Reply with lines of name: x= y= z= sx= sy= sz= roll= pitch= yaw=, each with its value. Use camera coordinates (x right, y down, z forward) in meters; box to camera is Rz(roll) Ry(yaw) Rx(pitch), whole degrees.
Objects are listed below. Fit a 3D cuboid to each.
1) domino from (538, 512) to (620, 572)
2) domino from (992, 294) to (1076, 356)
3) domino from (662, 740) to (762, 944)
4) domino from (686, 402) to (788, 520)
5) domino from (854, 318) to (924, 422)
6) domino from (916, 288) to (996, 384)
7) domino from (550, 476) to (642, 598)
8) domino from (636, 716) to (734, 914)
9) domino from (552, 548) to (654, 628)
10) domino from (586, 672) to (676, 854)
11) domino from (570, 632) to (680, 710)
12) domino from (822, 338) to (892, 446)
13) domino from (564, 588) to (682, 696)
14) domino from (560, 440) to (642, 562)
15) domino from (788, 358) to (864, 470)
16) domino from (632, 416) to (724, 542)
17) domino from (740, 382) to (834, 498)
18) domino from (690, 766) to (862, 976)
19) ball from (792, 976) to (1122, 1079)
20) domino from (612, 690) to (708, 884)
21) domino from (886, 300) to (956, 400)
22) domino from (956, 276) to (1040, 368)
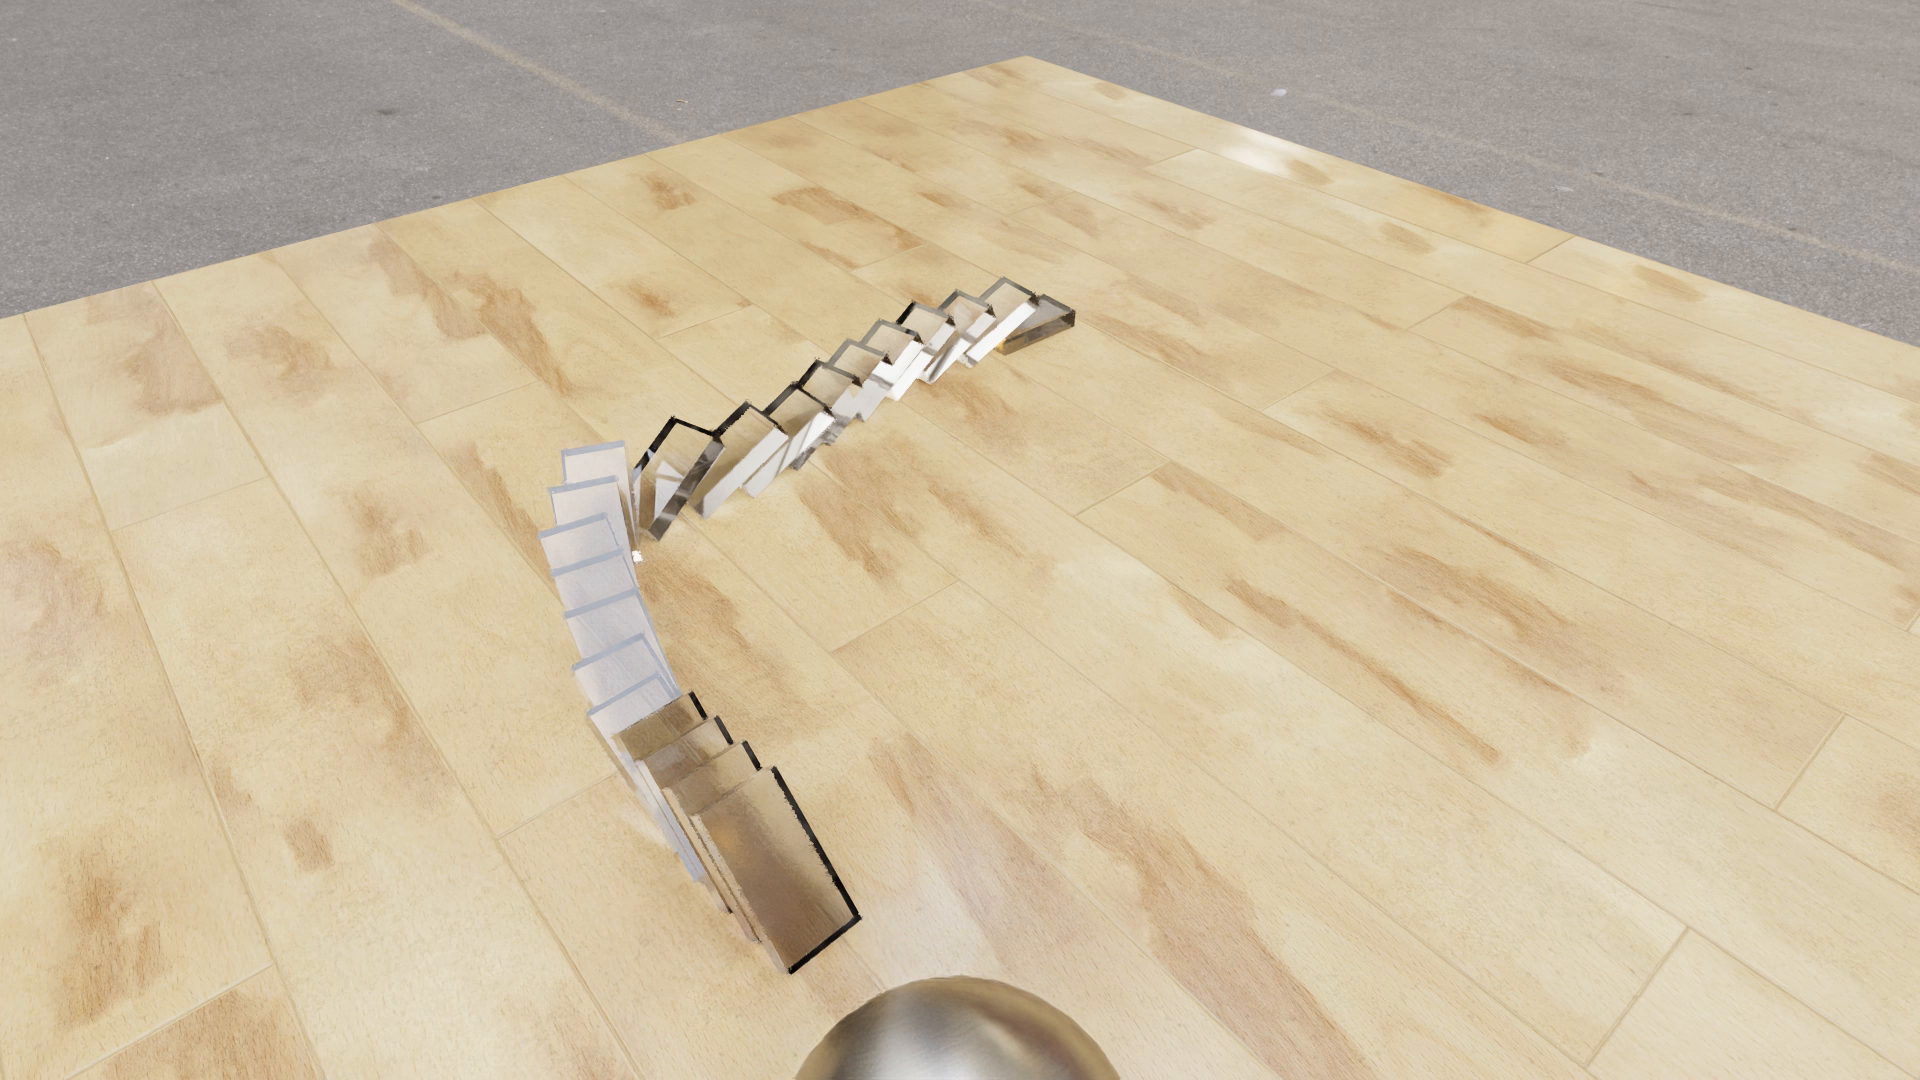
domino: x=-0.135 y=0.016 z=0.406 sx=0.025 sy=0.009 sz=0.050 roll=-20 pitch=70 yaw=-22
domino: x=0.034 y=-0.115 z=0.583 sx=0.050 sy=0.009 sz=0.025 roll=-28 pitch=47 yaw=-30
domino: x=-0.061 y=0.085 z=0.313 sx=0.025 sy=0.050 sz=0.009 roll=-31 pitch=4 yaw=-32
domino: x=-0.100 y=-0.035 z=0.470 sx=0.025 sy=0.009 sz=0.050 roll=35 pitch=75 yaw=34
domino: x=-0.042 y=-0.082 z=0.528 sx=0.025 sy=0.009 sz=0.050 roll=25 pitch=70 yaw=29
domino: x=-0.008 y=-0.103 z=0.554 sx=0.025 sy=0.010 sz=0.050 roll=33 pitch=72 yaw=34
domino: x=-0.141 y=0.001 z=0.424 sx=0.025 sy=0.010 sz=0.050 roll=-13 pitch=69 yaw=-13
domino: x=-0.070 y=0.079 z=0.321 sx=0.025 sy=0.050 sz=0.009 roll=-30 pitch=3 yaw=-32
domino: x=-0.124 y=0.030 z=0.391 sx=0.025 sy=0.010 sz=0.050 roll=-20 pitch=69 yaw=-22
domino: x=-0.092 y=0.069 z=0.342 sx=0.025 sy=0.010 sz=0.050 roll=-31 pitch=76 yaw=-32
domino: x=-0.103 y=0.057 z=0.358 sx=0.025 sy=0.010 sz=0.050 roll=-27 pitch=71 yaw=-29
domino: x=-0.056 y=-0.070 z=0.513 sx=0.025 sy=0.009 sz=0.050 roll=26 pitch=70 yaw=28
domino: x=-0.113 y=0.043 z=0.375 sx=0.025 sy=0.009 sz=0.050 roll=-21 pitch=69 yaw=-24
domino: x=-0.144 y=-0.014 z=0.442 sx=0.025 sy=0.010 sz=0.050 roll=-11 pitch=68 yaw=-7
domino: x=-0.069 y=-0.057 z=0.498 sx=0.025 sy=0.009 sz=0.050 roll=26 pitch=70 yaw=28
domino: x=-0.123 y=-0.026 z=0.459 sx=0.025 sy=0.010 sz=0.050 roll=21 pitch=69 yaw=24
domino: x=-0.081 y=-0.044 z=0.481 sx=0.025 sy=0.009 sz=0.050 roll=35 pitch=75 yaw=34
domino: x=-0.051 y=0.091 z=0.306 sx=0.025 sy=0.050 sz=0.010 roll=-31 pitch=4 yaw=-32
ball: x=-0.001 y=0.132 z=0.226 sx=0.080 sy=0.080 sz=0.080 roll=0 pitch=39 yaw=0
domino: x=-0.079 y=0.073 z=0.328 sx=0.025 sy=0.050 sz=0.009 roll=-31 pitch=4 yaw=-32
domino: x=-0.027 y=-0.094 z=0.542 sx=0.025 sy=0.009 sz=0.050 roll=27 pitch=70 yaw=30
domino: x=0.014 y=-0.112 z=0.565 sx=0.050 sy=0.009 sz=0.025 roll=-43 pitch=52 yaw=-12
